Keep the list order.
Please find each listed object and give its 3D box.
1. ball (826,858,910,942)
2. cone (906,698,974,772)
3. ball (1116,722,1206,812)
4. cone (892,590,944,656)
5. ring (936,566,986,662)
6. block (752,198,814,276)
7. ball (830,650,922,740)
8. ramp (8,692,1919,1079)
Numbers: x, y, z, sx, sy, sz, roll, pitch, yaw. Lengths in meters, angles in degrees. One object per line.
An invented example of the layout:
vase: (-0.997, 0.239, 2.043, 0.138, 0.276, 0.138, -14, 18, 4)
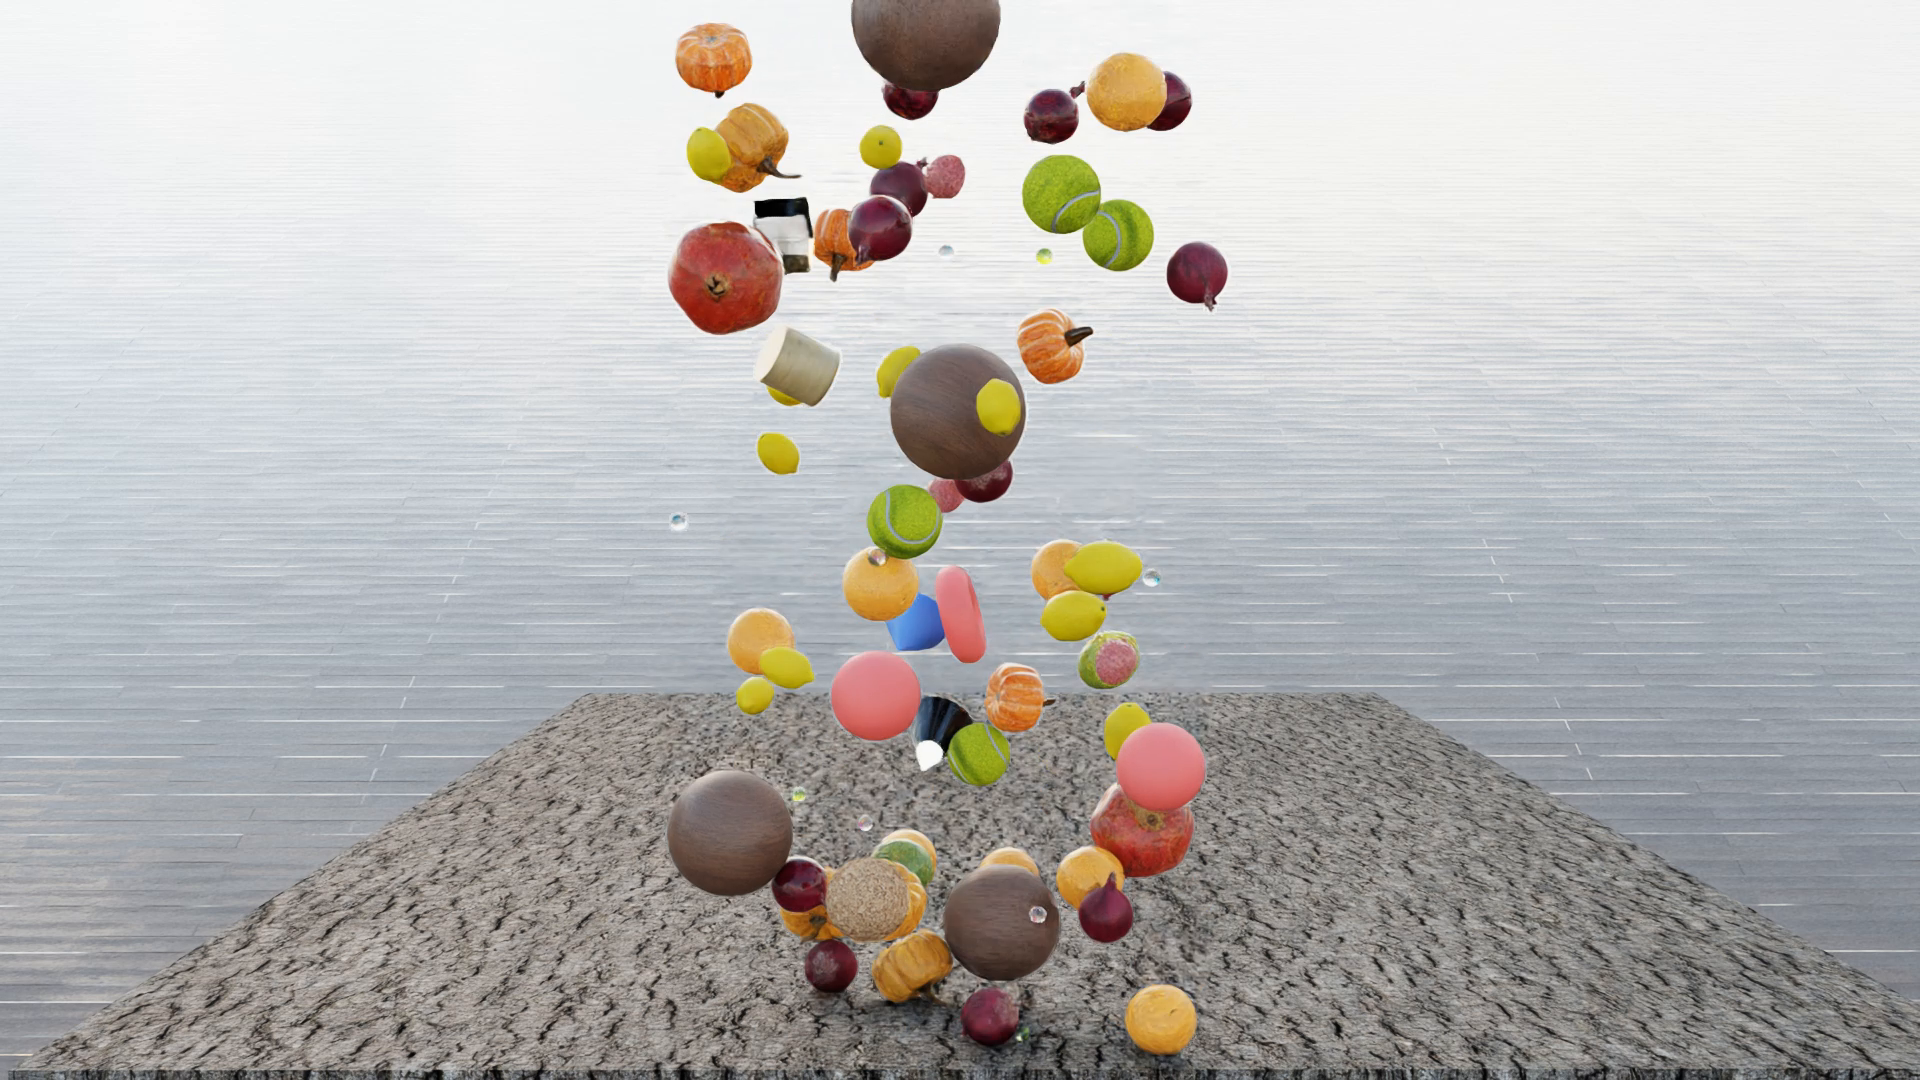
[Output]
ball: (-0.092, 0.357, 2.562, 0.083, 0.083, 0.083, 0, 24, 0)
cone: (-0.033, 0.233, 2.883, 0.081, 0.081, 0.081, 6, 37, 12)
ball: (0.203, 0.230, 2.605, 0.090, 0.090, 0.090, 0, 24, 0)
cone: (-0.058, 0.105, 2.815, 0.071, 0.071, 0.071, 11, 44, 22)
ring: (0.001, 0.081, 2.813, 0.037, 0.110, 0.110, -14, 24, 5)
block: (-0.177, -0.302, 2.568, 0.053, 0.053, 0.053, -5, 59, -10)
ball: (-0.088, 0.163, 2.706, 0.095, 0.095, 0.095, 0, 24, 0)
ramp: (0.056, 0.506, 4.550, 2.000, 0.100, 4.000, 0, 2, 0)
